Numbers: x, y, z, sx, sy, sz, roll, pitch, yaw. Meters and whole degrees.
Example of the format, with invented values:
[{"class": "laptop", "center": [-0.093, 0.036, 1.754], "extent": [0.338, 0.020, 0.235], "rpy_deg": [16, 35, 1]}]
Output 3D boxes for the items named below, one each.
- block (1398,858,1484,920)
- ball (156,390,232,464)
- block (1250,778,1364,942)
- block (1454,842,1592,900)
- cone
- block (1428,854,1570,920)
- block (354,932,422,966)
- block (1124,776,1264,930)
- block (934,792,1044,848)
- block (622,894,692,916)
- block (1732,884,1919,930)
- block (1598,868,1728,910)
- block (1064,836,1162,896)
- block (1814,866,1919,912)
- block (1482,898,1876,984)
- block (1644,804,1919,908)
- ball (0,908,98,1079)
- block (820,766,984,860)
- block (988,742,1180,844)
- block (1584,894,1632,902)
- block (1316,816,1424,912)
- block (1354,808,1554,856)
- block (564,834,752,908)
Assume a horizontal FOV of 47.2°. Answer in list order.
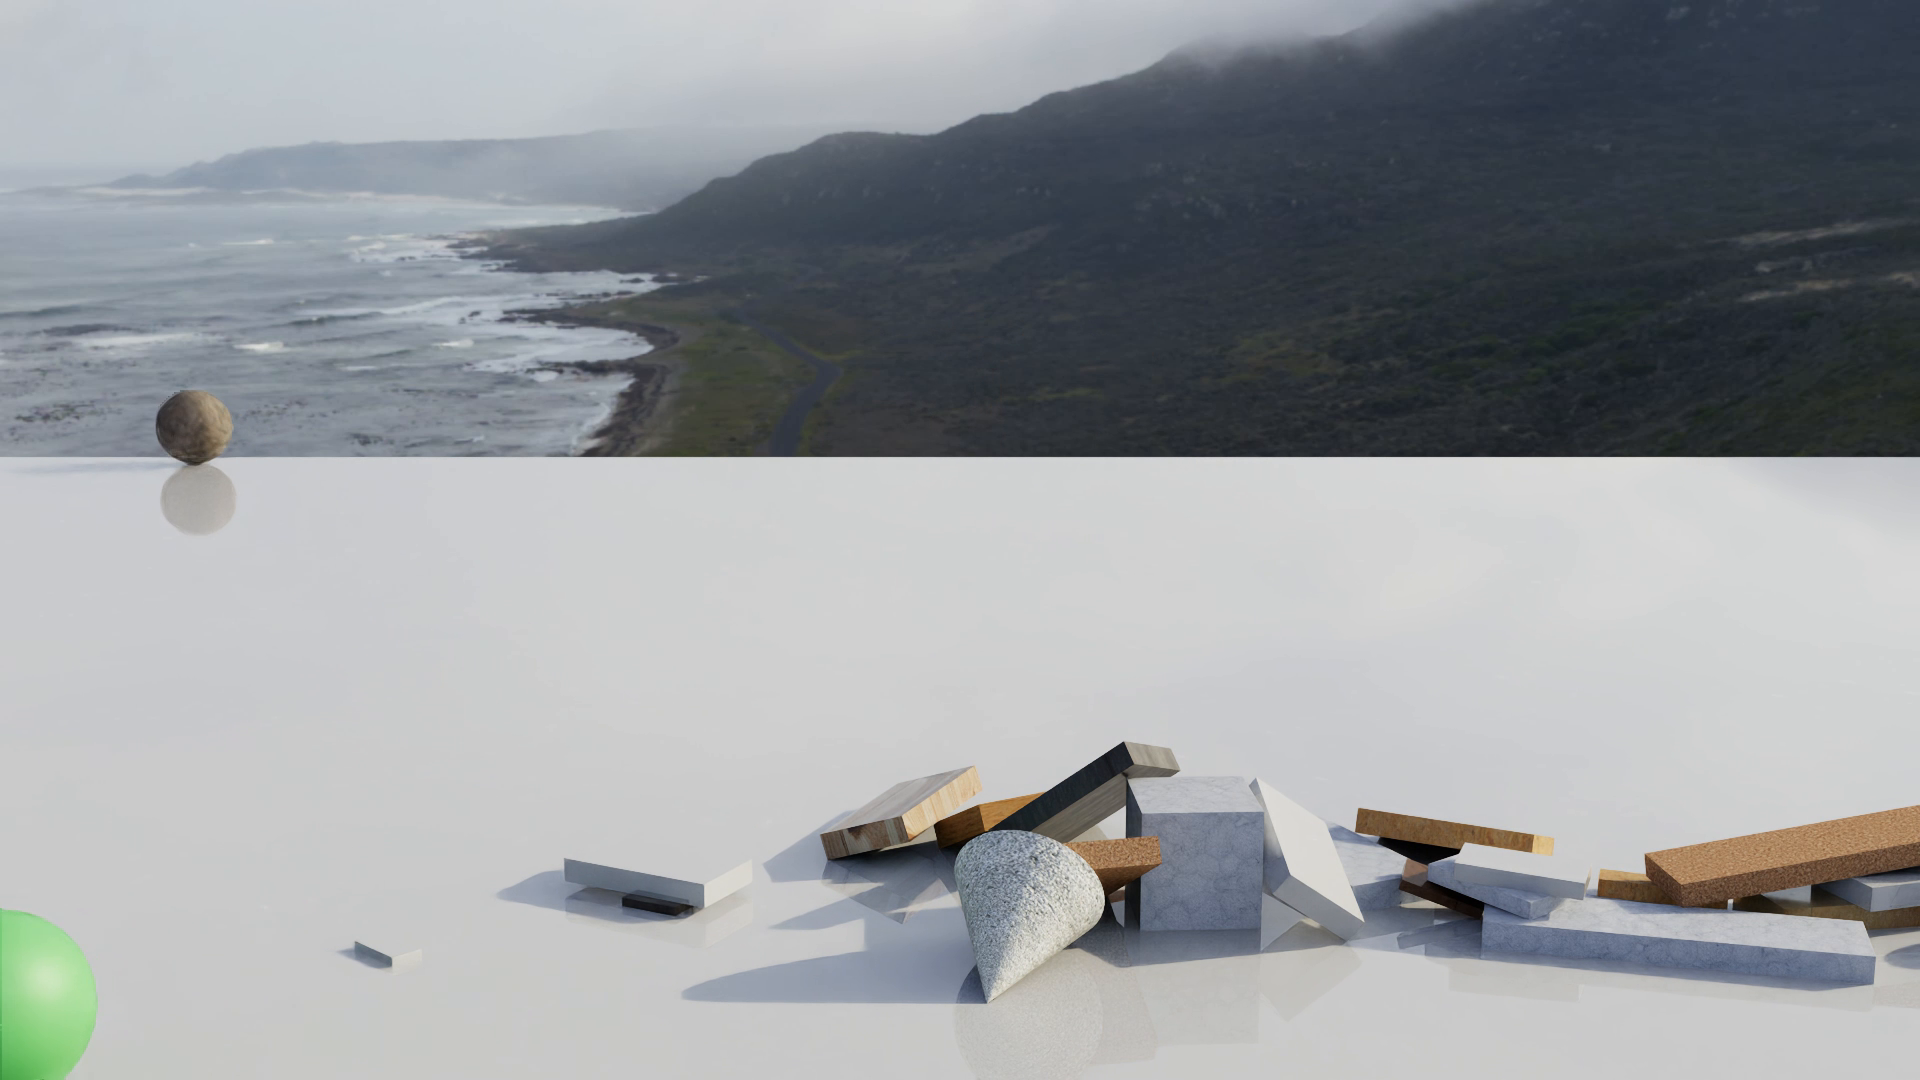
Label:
[{"class": "block", "center": [0.787, 0.568, 3.583], "extent": [0.137, 0.019, 0.068], "rpy_deg": [20, 27, 9]}, {"class": "ball", "center": [-2.923, -0.430, 8.394], "extent": [0.279, 0.279, 0.279], "rpy_deg": [0, 11, 0]}, {"class": "block", "center": [0.551, 0.513, 3.565], "extent": [0.153, 0.043, 0.305], "rpy_deg": [33, 18, -16]}, {"class": "block", "center": [0.898, 0.528, 3.510], "extent": [0.202, 0.029, 0.101], "rpy_deg": [7, 14, 21]}, {"class": "cone", "center": [0.073, 0.605, 3.295], "extent": [0.239, 0.239, 0.239], "rpy_deg": [3, 38, 18]}, {"class": "block", "center": [0.863, 0.553, 3.527], "extent": [0.101, 0.029, 0.202], "rpy_deg": [-8, 16, -38]}, {"class": "block", "center": [-0.884, 0.633, 3.399], "extent": [0.104, 0.015, 0.052], "rpy_deg": [10, 14, 42]}, {"class": "block", "center": [0.378, 0.507, 3.581], "extent": [0.194, 0.194, 0.194], "rpy_deg": [-1, 11, -3]}, {"class": "block", "center": [0.138, 0.484, 3.919], "extent": [0.333, 0.047, 0.167], "rpy_deg": [-7, -14, -32]}, {"class": "block", "center": [-0.496, 0.594, 3.608], "extent": [0.104, 0.015, 0.052], "rpy_deg": [5, 12, 27]}, {"class": "block", "center": [1.439, 0.585, 3.574], "extent": [0.308, 0.044, 0.154], "rpy_deg": [-2, 11, -10]}, {"class": "block", "center": [1.154, 0.575, 3.615], "extent": [0.202, 0.029, 0.101], "rpy_deg": [5, 3, 17]}, {"class": "block", "center": [0.202, 0.527, 3.506], "extent": [0.153, 0.043, 0.305], "rpy_deg": [-3, -18, -14]}, {"class": "block", "center": [1.545, 0.545, 3.561], "extent": [0.282, 0.040, 0.141], "rpy_deg": [-3, 11, -17]}, {"class": "block", "center": [1.107, 0.614, 3.420], "extent": [0.570, 0.044, 0.154], "rpy_deg": [3, 11, 15]}, {"class": "block", "center": [1.384, 0.507, 3.559], "extent": [0.512, 0.040, 0.141], "rpy_deg": [-9, 13, -4]}, {"class": "ball", "center": [-1.257, 0.609, 2.848], "extent": [0.262, 0.262, 0.262], "rpy_deg": [0, 11, 0]}, {"class": "block", "center": [-0.101, 0.487, 3.953], "extent": [0.167, 0.047, 0.333], "rpy_deg": [-16, 3, 25]}, {"class": "block", "center": [0.211, 0.443, 3.743], "extent": [0.305, 0.043, 0.153], "rpy_deg": [-36, -28, 25]}, {"class": "block", "center": [1.039, 0.599, 3.569], "extent": [0.137, 0.019, 0.068], "rpy_deg": [5, 12, 27]}, {"class": "block", "center": [0.640, 0.550, 3.753], "extent": [0.166, 0.047, 0.333], "rpy_deg": [-5, 12, -25]}, {"class": "block", "center": [0.862, 0.514, 3.831], "extent": [0.308, 0.044, 0.154], "rpy_deg": [6, -6, 28]}, {"class": "block", "center": [-0.505, 0.553, 3.680], "extent": [0.282, 0.040, 0.141], "rpy_deg": [5, 12, 27]}]
